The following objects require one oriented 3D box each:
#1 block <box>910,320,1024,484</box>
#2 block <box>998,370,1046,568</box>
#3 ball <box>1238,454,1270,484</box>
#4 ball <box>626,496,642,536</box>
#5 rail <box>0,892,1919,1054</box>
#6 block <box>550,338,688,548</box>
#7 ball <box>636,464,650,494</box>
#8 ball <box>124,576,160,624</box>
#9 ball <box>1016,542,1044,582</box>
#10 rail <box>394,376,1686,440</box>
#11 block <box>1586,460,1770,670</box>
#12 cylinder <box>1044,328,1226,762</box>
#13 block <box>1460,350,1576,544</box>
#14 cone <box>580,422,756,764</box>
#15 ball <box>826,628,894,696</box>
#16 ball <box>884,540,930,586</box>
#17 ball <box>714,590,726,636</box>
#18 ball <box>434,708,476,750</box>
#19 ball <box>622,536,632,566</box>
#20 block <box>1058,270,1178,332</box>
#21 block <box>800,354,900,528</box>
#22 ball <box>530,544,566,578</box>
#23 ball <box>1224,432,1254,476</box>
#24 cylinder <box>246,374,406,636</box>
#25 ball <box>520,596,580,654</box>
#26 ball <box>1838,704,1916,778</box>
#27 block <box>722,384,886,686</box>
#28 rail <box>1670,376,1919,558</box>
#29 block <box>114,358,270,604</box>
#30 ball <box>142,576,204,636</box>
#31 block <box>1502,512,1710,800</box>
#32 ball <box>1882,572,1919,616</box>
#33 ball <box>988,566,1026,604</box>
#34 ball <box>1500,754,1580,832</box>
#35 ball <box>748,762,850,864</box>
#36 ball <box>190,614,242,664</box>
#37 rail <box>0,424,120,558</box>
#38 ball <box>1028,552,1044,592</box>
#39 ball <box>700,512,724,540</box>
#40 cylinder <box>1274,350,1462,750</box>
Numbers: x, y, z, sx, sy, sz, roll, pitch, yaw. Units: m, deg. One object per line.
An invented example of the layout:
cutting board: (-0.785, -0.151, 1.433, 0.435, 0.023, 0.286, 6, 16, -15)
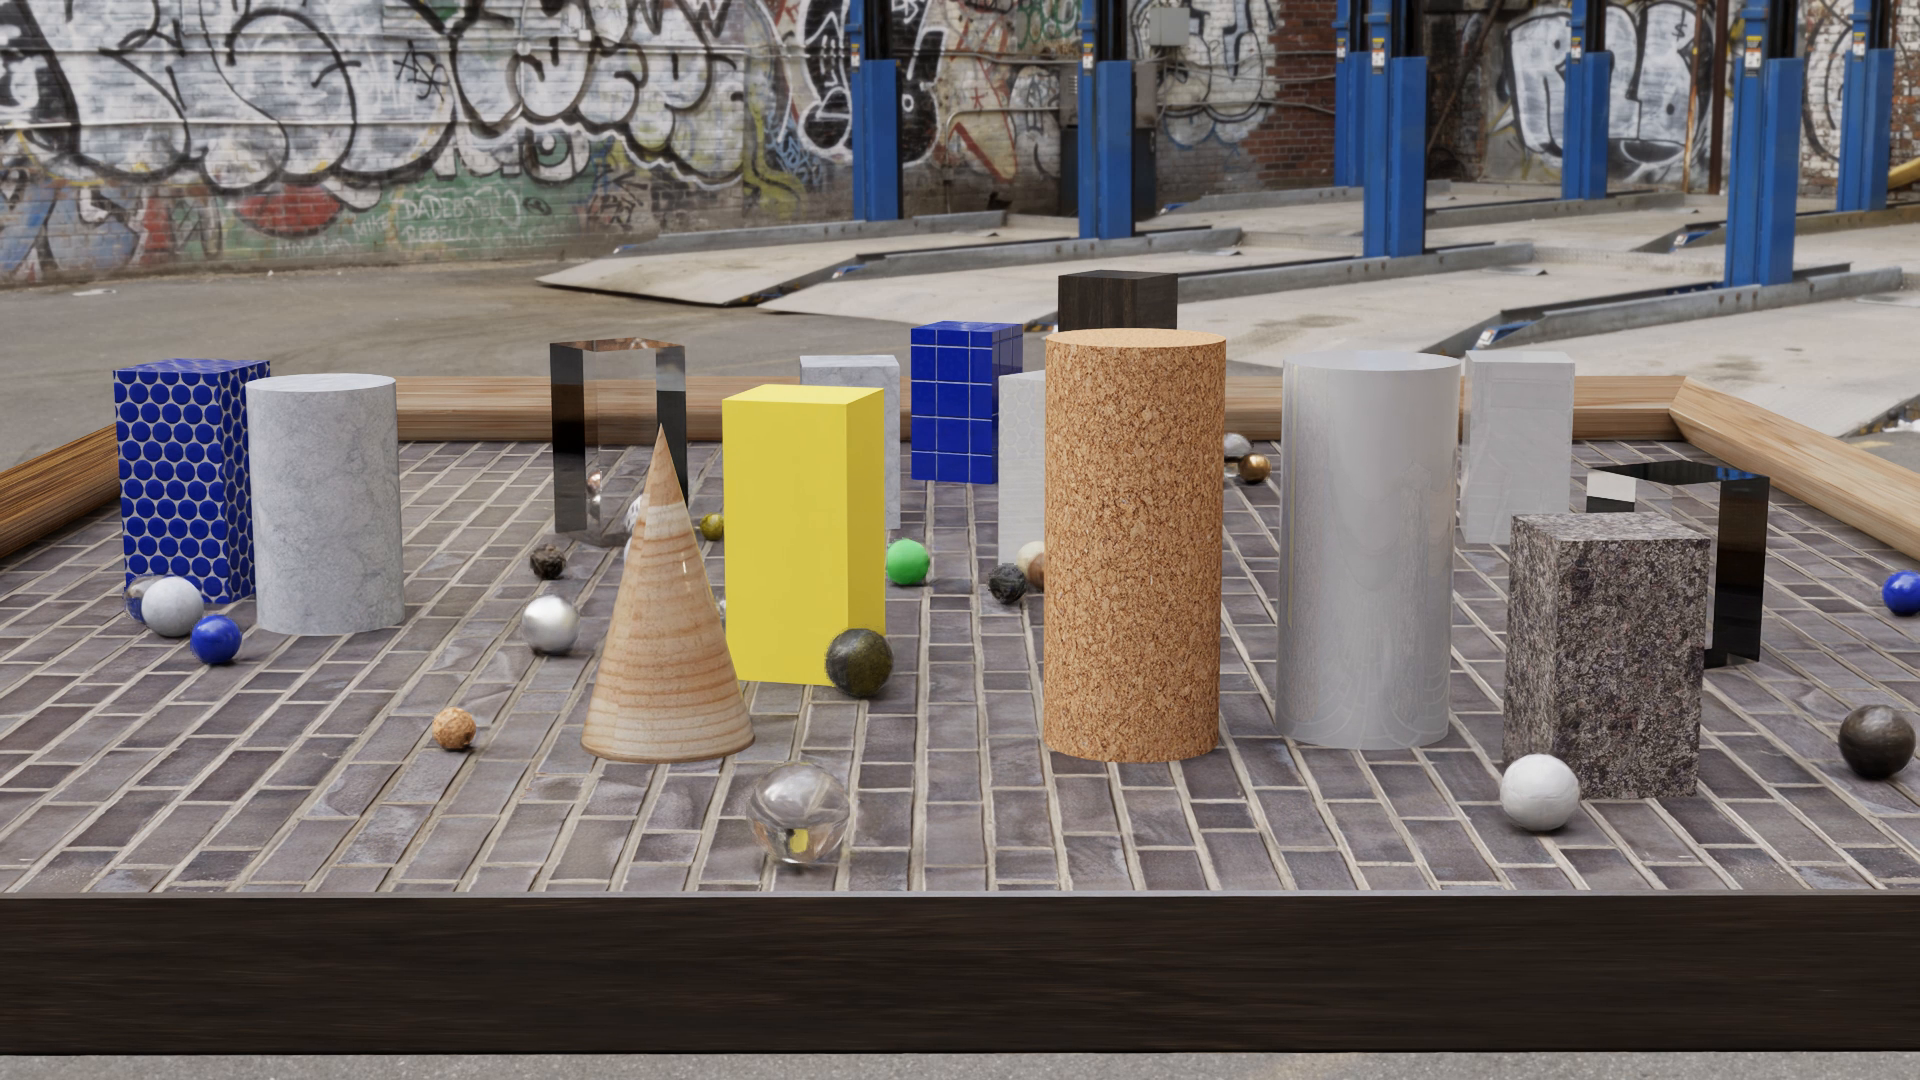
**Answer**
block: (0.013, -0.247, 4.559, 0.153, 0.267, 0.153, 4, 11, 21)
block: (0.163, -0.096, 3.704, 0.153, 0.284, 0.153, 9, 14, 40)
ball: (0.514, -0.125, 4.487, 0.054, 0.054, 0.054, 0, 11, 0)
ball: (-0.458, -0.028, 3.864, 0.091, 0.091, 0.091, 0, 11, 0)
rail: (0.009, 0.316, 1.921, 2.853, 0.124, 0.045, 0, 11, 0)
block: (-0.528, -0.154, 3.977, 0.153, 0.299, 0.153, -7, 13, -35)
ball: (-0.512, -0.098, 4.321, 0.063, 0.063, 0.063, 0, 11, 0)
ball: (-1.065, 0.078, 3.371, 0.064, 0.064, 0.064, 0, 11, 0)
ball: (0.108, 0.031, 3.634, 0.059, 0.059, 0.059, 0, 11, 0)
rail: (-0.009, -0.253, 4.977, 2.853, 0.124, 0.045, 0, 11, 0)
block: (0.881, 0.030, 3.170, 0.153, 0.231, 0.153, -5, 12, -26)
cylinder: (0.186, 0.002, 2.756, 0.191, 0.439, 0.191, 0, 11, 0)
block: (0.862, -0.145, 3.979, 0.153, 0.280, 0.153, 1, 11, 7)
cone: (-0.318, 0.046, 2.761, 0.191, 0.349, 0.191, 0, 11, 0)
ball: (-0.117, 0.142, 2.987, 0.079, 0.079, 0.079, 0, 11, 0)
ball: (-0.075, 0.031, 3.619, 0.065, 0.065, 0.065, 0, 11, 0)
ball: (-0.276, 0.098, 3.225, 0.078, 0.078, 0.078, 0, 11, 0)
ball: (-0.543, 0.203, 2.754, 0.045, 0.045, 0.045, 0, 11, 0)
ball: (-0.431, 0.024, 3.604, 0.084, 0.084, 0.084, 0, 11, 0)
block: (0.273, -0.278, 4.455, 0.153, 0.367, 0.153, 6, 12, 31)
block: (-0.177, -0.158, 4.105, 0.153, 0.259, 0.153, -1, 11, -5)
ball: (-0.589, 0.030, 3.663, 0.051, 0.051, 0.051, 0, 11, 0)
ball: (0.483, -0.152, 4.570, 0.078, 0.078, 0.078, 0, 11, 0)
cylinder: (-0.832, -0.050, 3.370, 0.191, 0.316, 0.191, 0, 11, 0)
ball: (-0.510, 0.106, 3.195, 0.074, 0.074, 0.074, 0, 11, 0)
ball: (0.946, 0.207, 2.646, 0.076, 0.076, 0.076, 0, 11, 0)
block: (-0.186, -0.009, 3.093, 0.153, 0.337, 0.153, 3, 11, 15)
rail: (1.403, 0.030, 3.457, 0.045, 0.124, 3.156, 0, 11, 0)
block: (-1.055, -0.085, 3.557, 0.153, 0.315, 0.153, 2, 11, 12)
ball: (-1.011, 0.086, 3.295, 0.077, 0.077, 0.077, 0, 11, 0)
block: (0.657, 0.116, 2.622, 0.153, 0.264, 0.153, -1, 11, -6)
ball: (1.261, 0.071, 3.422, 0.059, 0.059, 0.059, 0, 11, 0)
ball: (0.065, 0.060, 3.500, 0.052, 0.052, 0.052, 0, 11, 0)
ball: (0.556, 0.242, 2.460, 0.075, 0.075, 0.075, 0, 11, 0)
ball: (-0.148, 0.251, 2.362, 0.093, 0.093, 0.093, 0, 11, 0)
ball: (-0.912, 0.122, 3.147, 0.060, 0.060, 0.060, 0, 11, 0)
rail: (-1.403, 0.033, 3.441, 0.045, 0.124, 3.156, 0, 11, 0)
ball: (0.123, 0.044, 3.574, 0.057, 0.057, 0.057, 0, 11, 0)
ball: (-0.380, -0.021, 3.962, 0.042, 0.042, 0.042, 0, 11, 0)
cylinder: (0.445, 0.007, 2.809, 0.191, 0.409, 0.191, 0, 11, 0)
